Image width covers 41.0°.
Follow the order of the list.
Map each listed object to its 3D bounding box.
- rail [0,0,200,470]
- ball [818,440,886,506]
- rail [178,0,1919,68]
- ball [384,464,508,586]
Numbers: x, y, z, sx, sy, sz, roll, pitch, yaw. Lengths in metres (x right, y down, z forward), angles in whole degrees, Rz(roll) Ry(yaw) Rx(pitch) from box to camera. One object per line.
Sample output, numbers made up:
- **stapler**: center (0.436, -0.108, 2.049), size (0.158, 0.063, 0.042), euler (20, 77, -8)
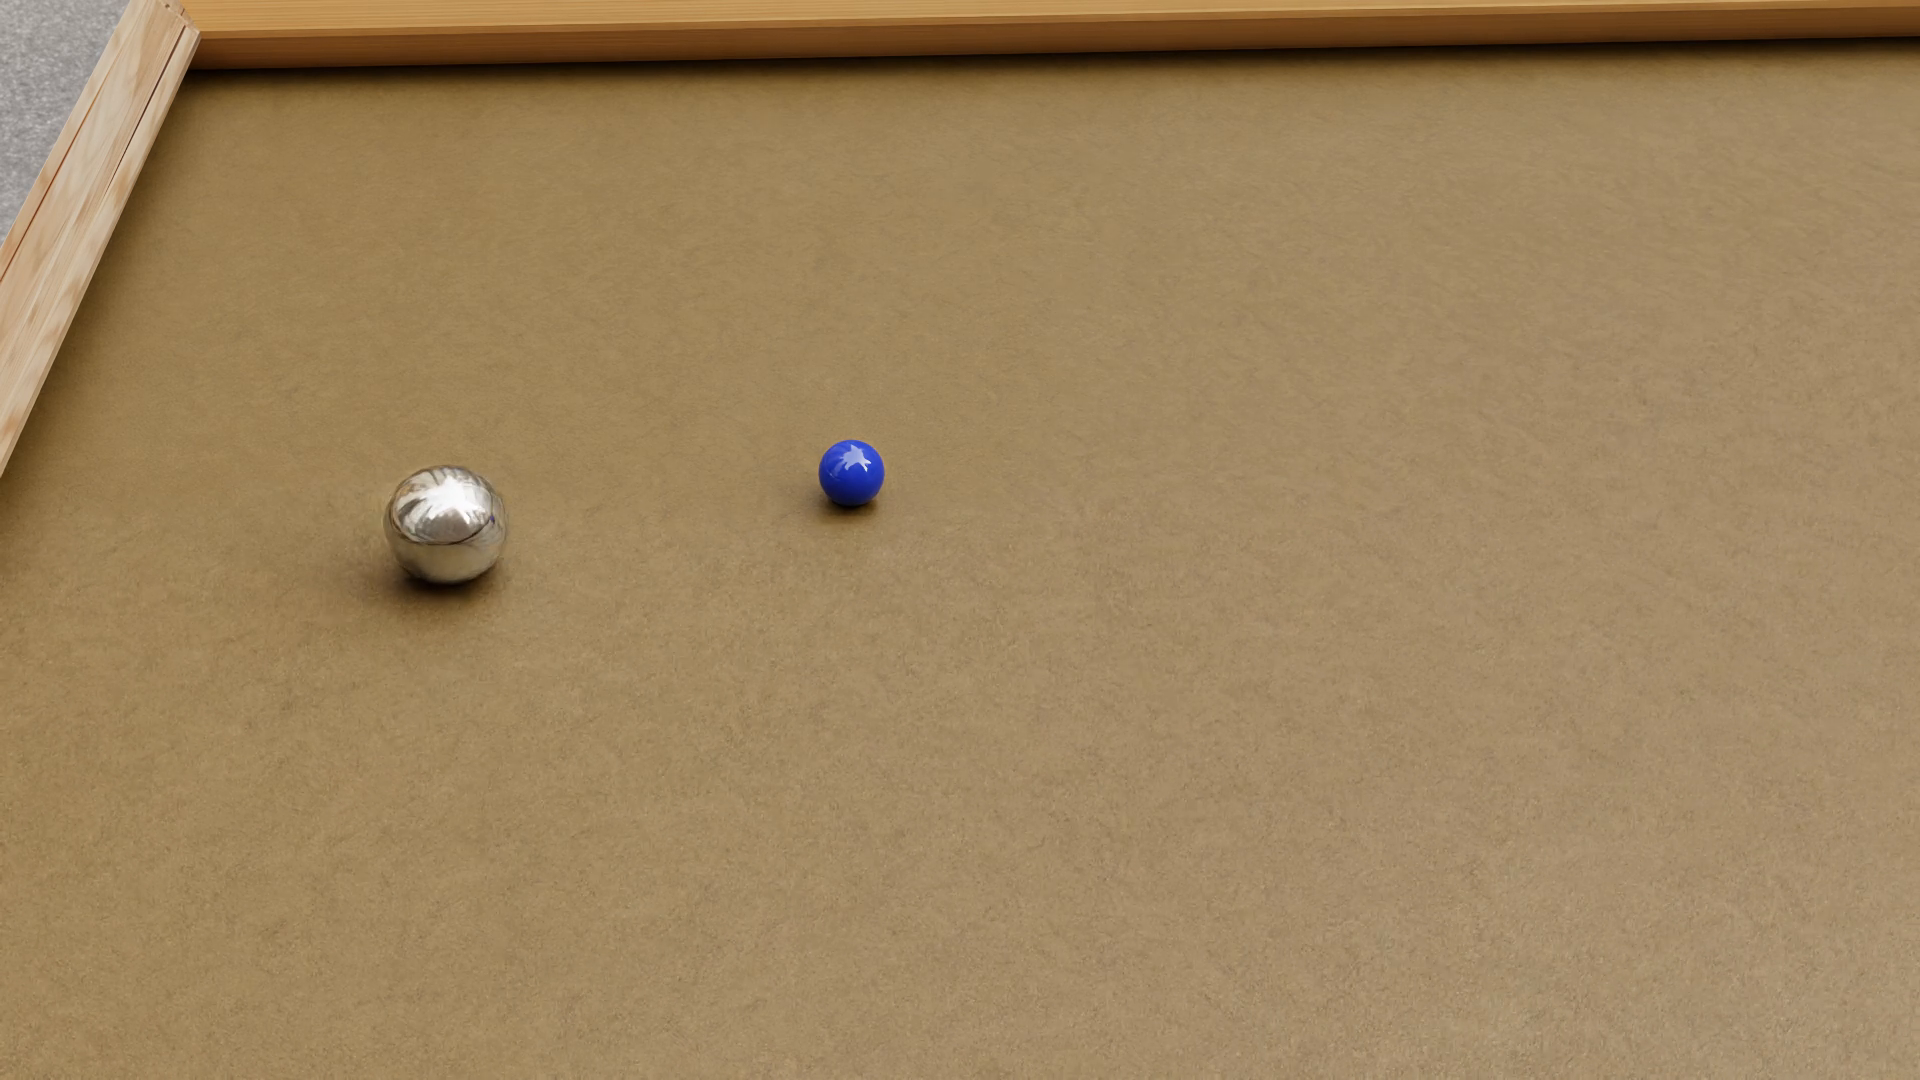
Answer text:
- **rail**: center (-0.684, -0.006, 1.720), size (0.045, 0.108, 1.655), euler (-2, 36, -2)
- **ball**: center (-0.077, -0.048, 1.830), size (0.048, 0.048, 0.048), euler (0, 36, 0)
- **rail**: center (0.671, -0.513, 2.422), size (2.833, 0.108, 0.045), euler (-2, 36, -2)
- **ball**: center (-0.350, -0.010, 1.748), size (0.083, 0.083, 0.083), euler (0, 36, 0)
